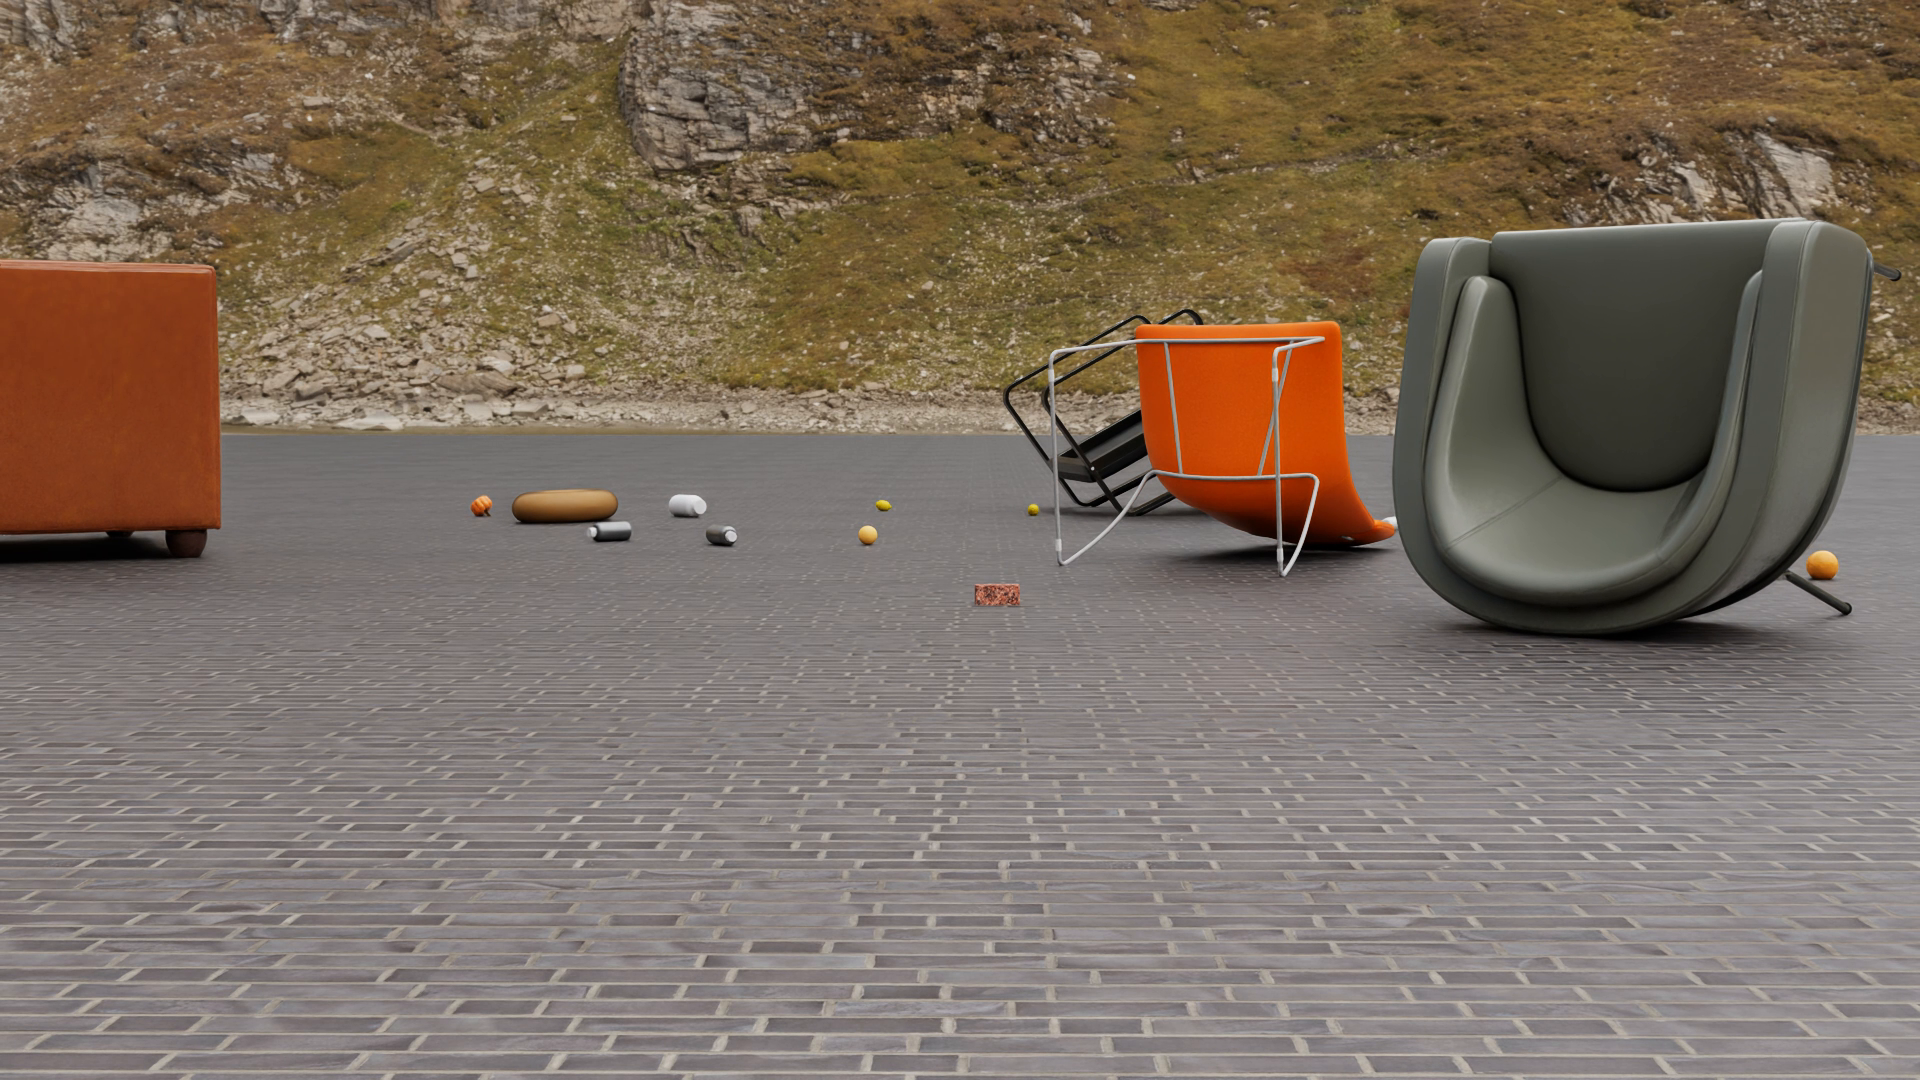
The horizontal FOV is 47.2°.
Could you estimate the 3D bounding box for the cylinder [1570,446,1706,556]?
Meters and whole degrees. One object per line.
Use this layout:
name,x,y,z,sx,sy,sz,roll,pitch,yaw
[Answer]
cylinder,1.817,-0.104,5.904,0.278,0.296,0.297,0,29,1

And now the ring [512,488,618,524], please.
ring,-1.344,-0.116,7.491,0.266,0.104,0.413,2,5,39

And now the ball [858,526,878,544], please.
ball,-0.266,-0.014,6.347,0.055,0.055,0.055,0,4,0

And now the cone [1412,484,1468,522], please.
cone,1.588,-0.095,7.464,0.171,0.133,0.215,-29,7,-31

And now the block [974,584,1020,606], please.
block,0.078,0.114,4.594,0.091,0.041,0.034,0,4,-4

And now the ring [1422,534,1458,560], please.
ring,1.278,0.018,5.864,0.095,0.057,0.213,-1,3,13
